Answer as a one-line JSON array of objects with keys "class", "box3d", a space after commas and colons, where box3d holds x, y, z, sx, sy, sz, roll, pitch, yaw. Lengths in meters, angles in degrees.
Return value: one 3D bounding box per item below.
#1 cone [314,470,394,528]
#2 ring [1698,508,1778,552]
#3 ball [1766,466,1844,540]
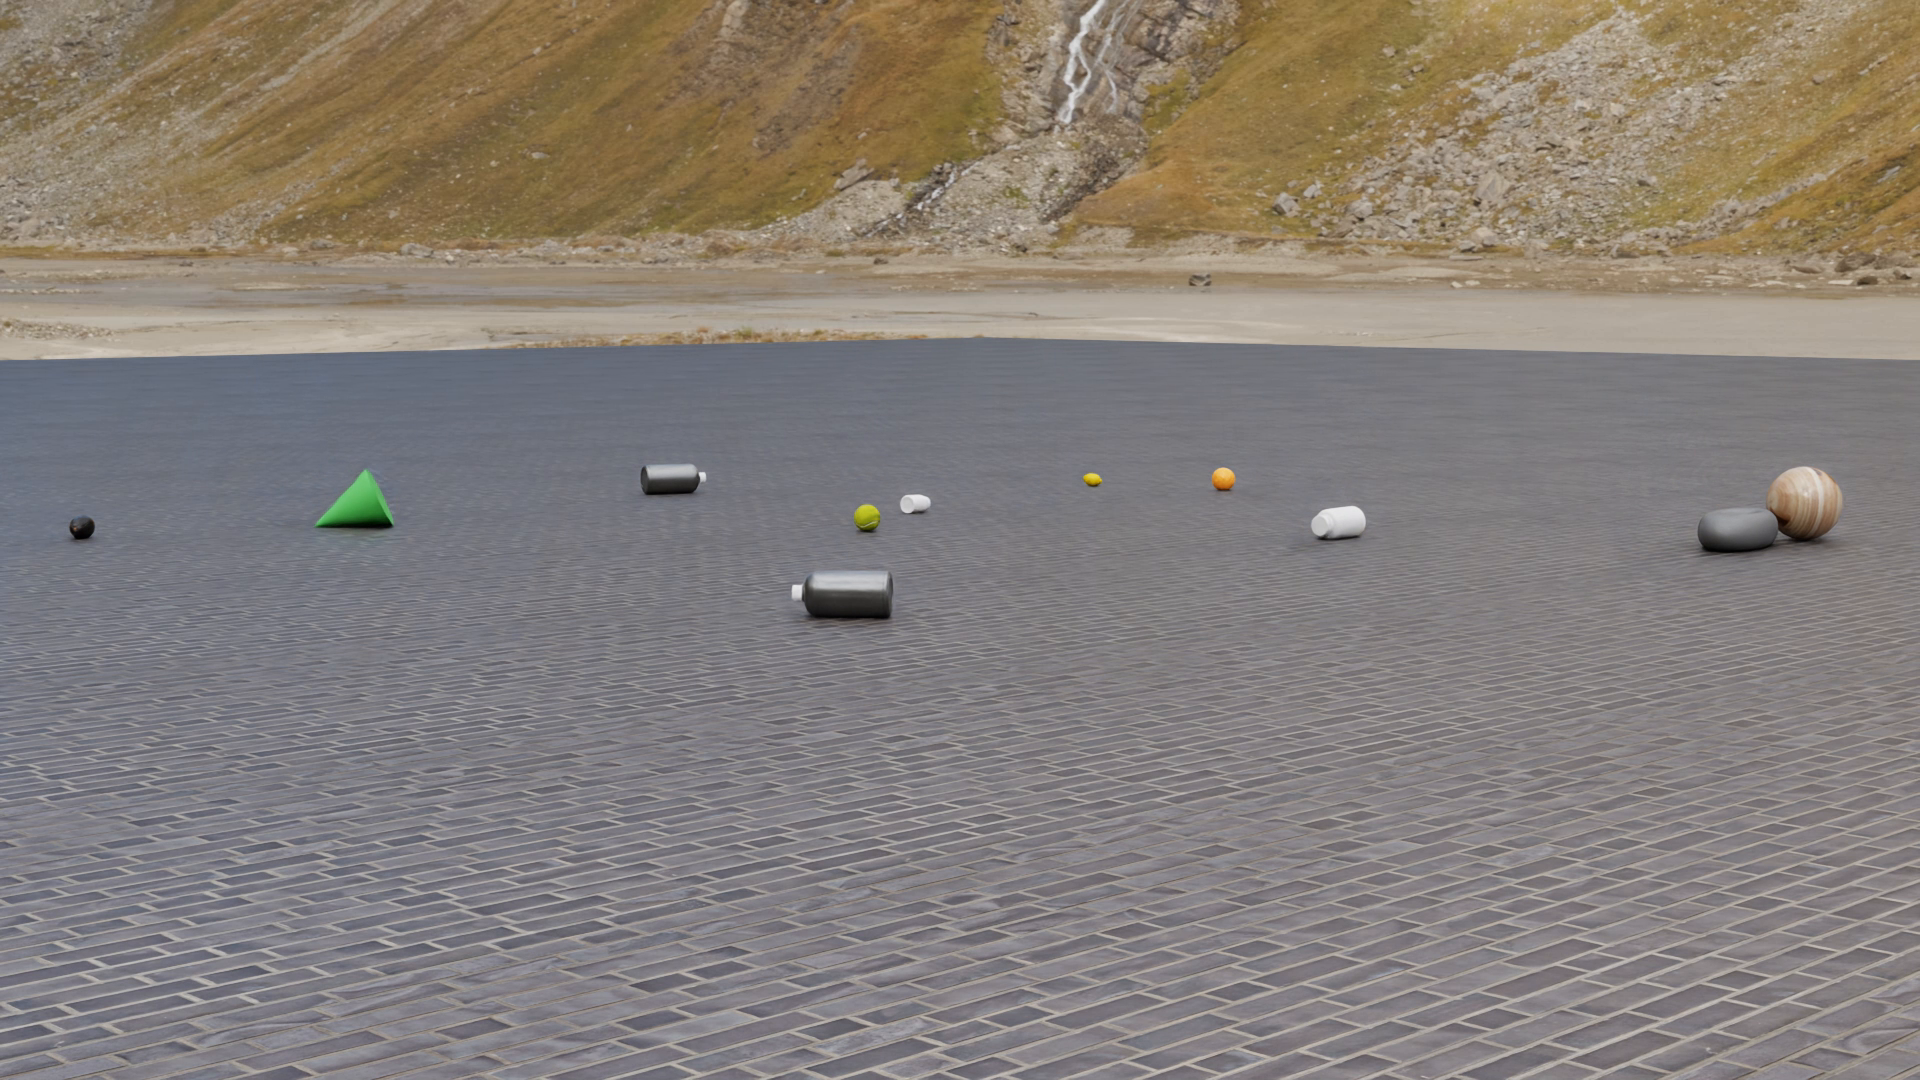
[{"class": "cone", "box3d": [-1.613, -0.073, 6.753, 0.188, 0.165, 0.180, -25, 7, -7]}, {"class": "ring", "box3d": [1.897, -0.026, 6.253, 0.171, 0.087, 0.374, 2, 5, 31]}, {"class": "ball", "box3d": [2.109, -0.092, 6.408, 0.184, 0.184, 0.184, 0, 6, 0]}]
